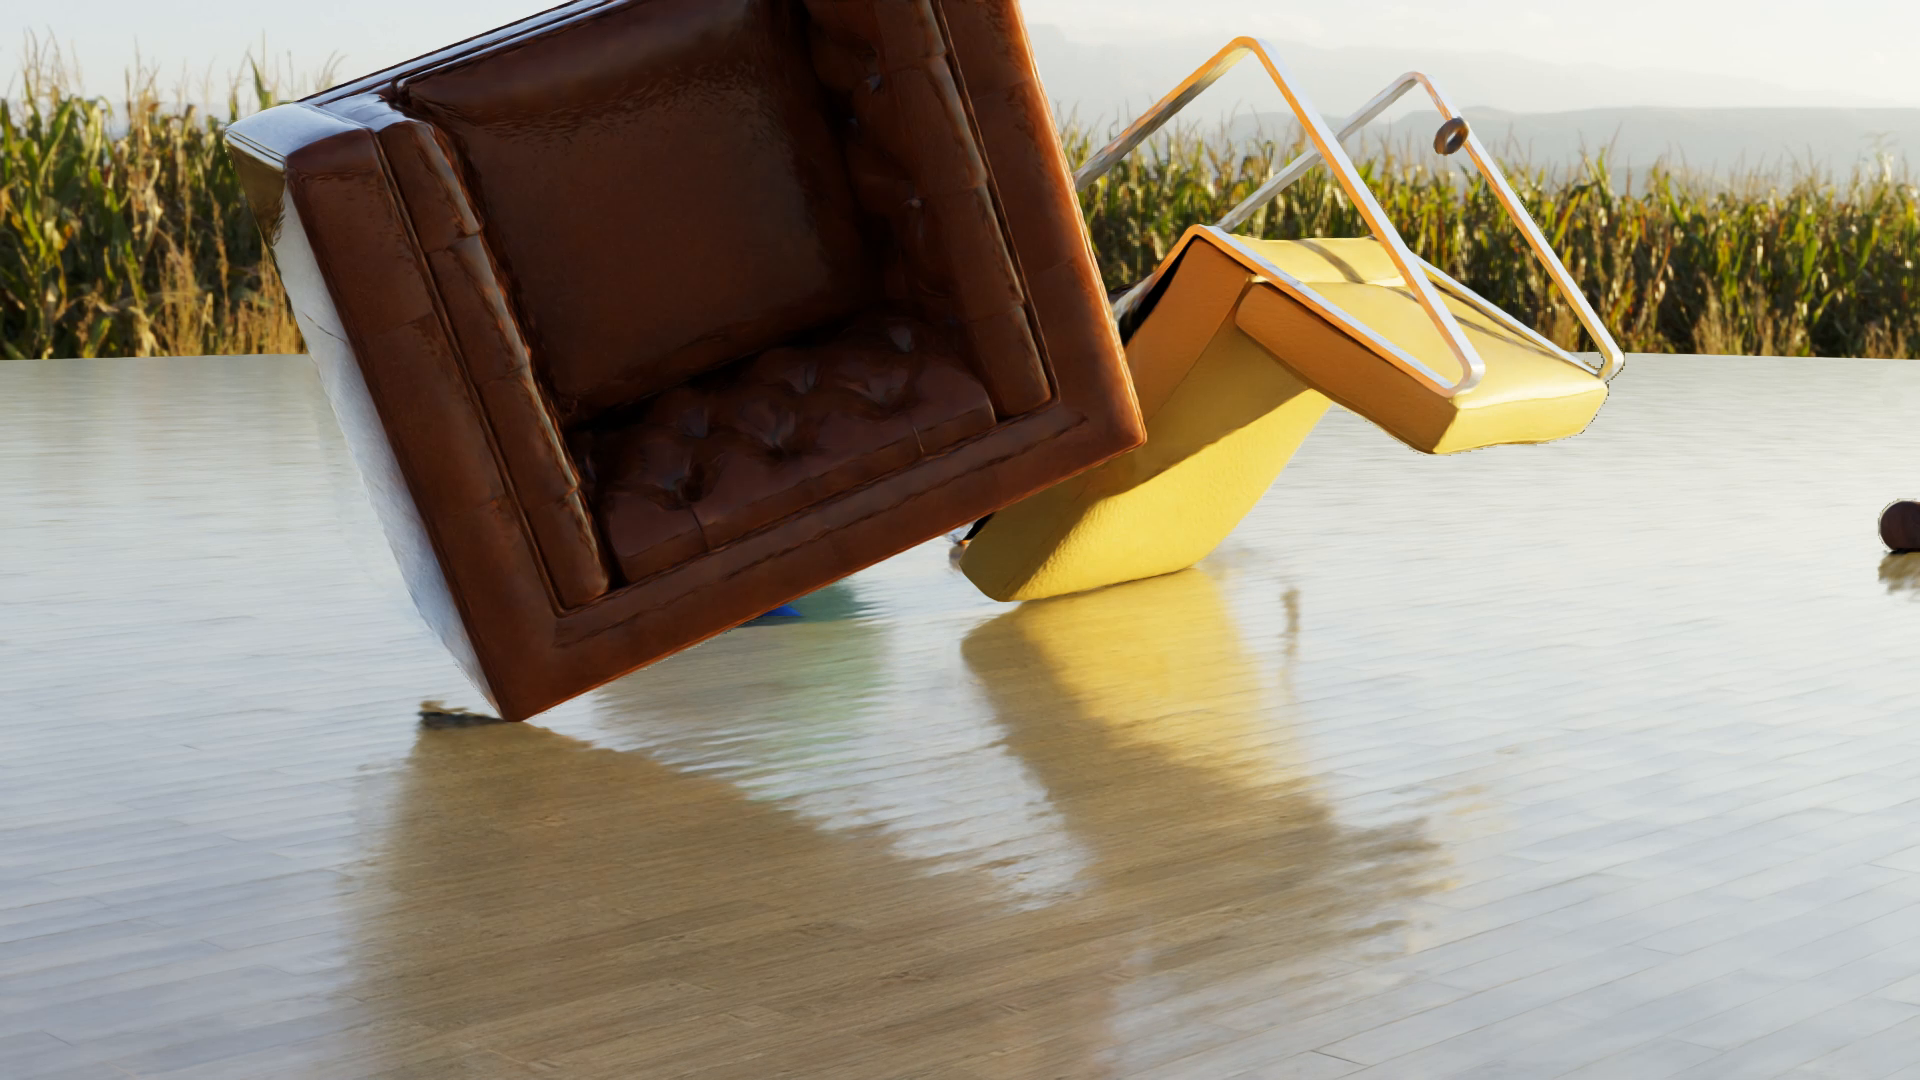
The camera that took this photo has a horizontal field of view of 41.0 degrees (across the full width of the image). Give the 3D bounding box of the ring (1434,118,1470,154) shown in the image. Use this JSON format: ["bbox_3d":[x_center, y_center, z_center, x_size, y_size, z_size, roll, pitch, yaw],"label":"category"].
[{"bbox_3d":[0.928,-0.761,4.838,0.061,0.081,0.028,34,17,-42],"label":"ring"}]

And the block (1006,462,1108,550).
[{"bbox_3d":[0.229,-0.078,6.079,0.147,0.082,0.209,6,-42,-28],"label":"block"}]

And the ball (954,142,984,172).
[{"bbox_3d":[0.025,-1.092,7.321,0.082,0.082,0.082,0,6,0],"label":"ball"}]

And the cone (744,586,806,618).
[{"bbox_3d":[-0.354,0.133,4.965,0.114,0.067,0.061,16,-28,0],"label":"cone"}]
